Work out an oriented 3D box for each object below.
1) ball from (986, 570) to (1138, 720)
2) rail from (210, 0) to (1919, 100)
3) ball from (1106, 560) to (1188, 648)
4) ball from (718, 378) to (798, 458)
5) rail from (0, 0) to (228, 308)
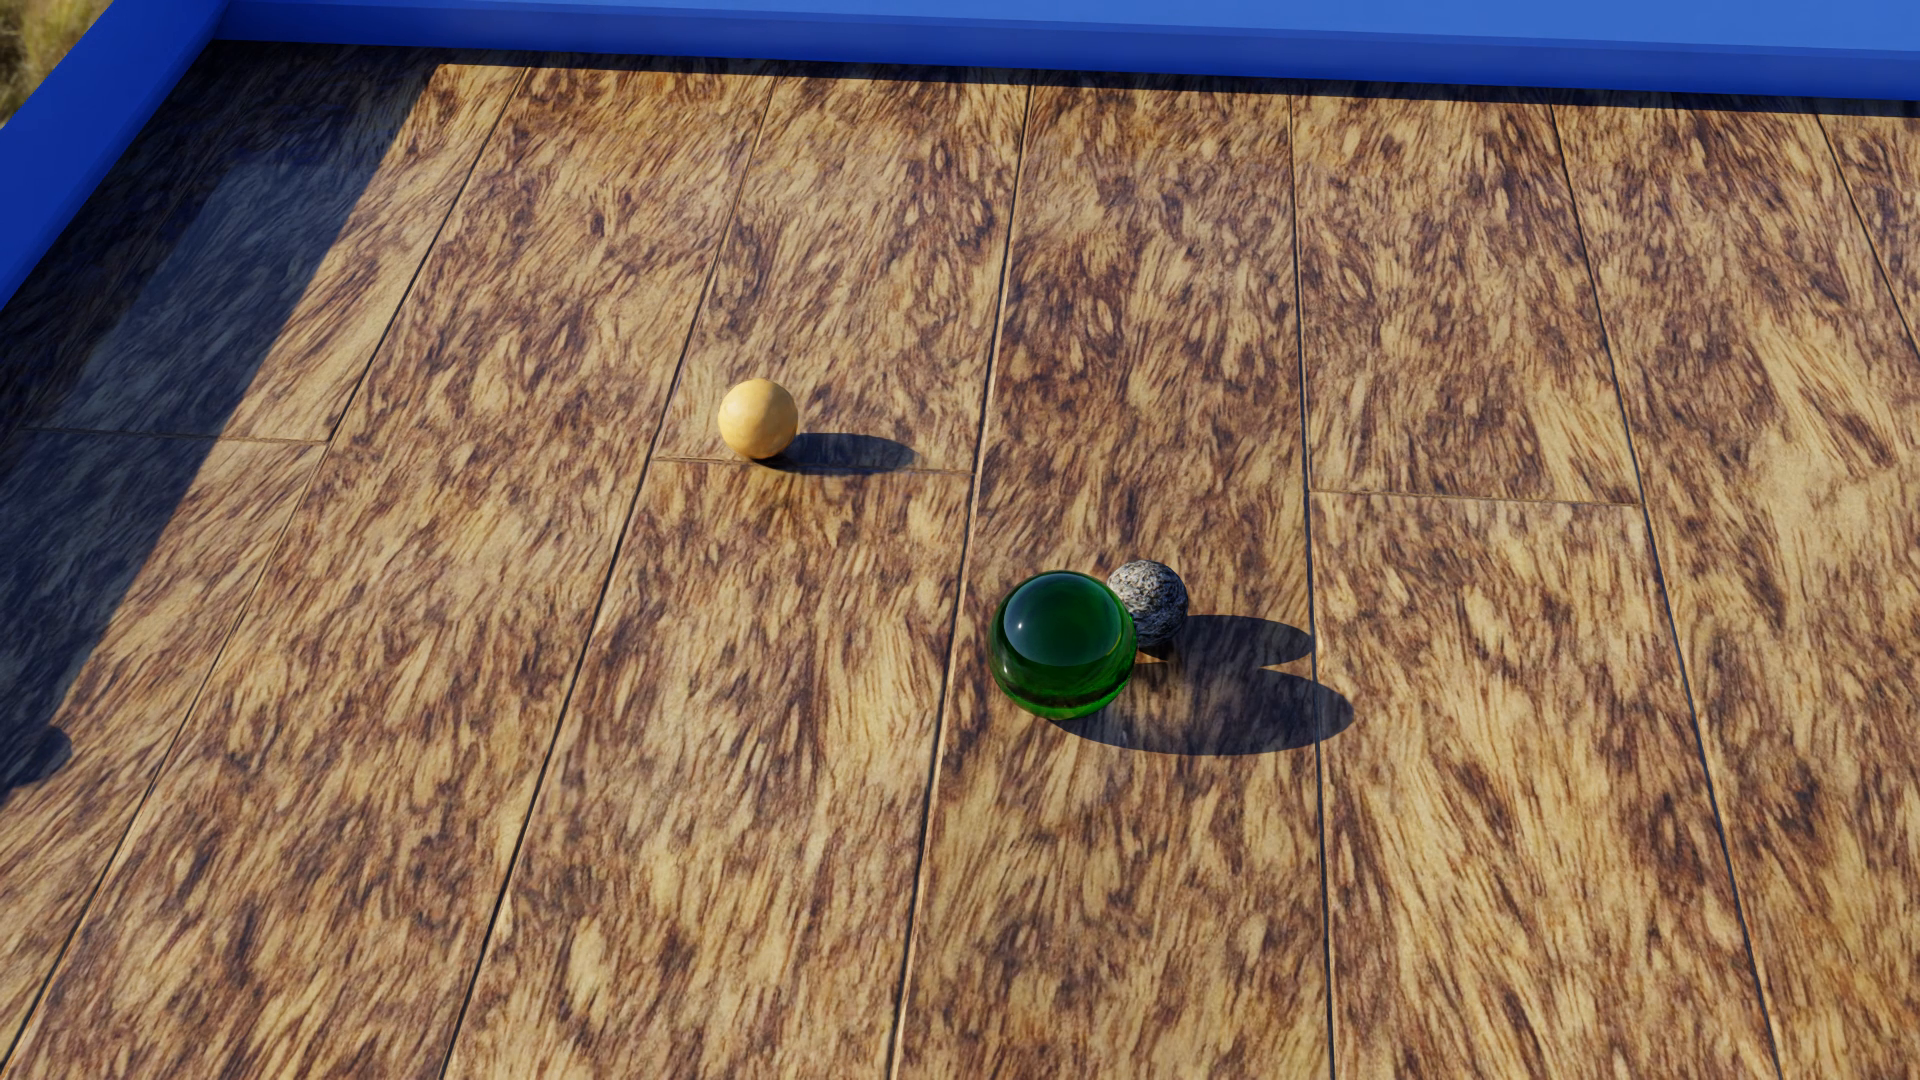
[{"bbox_3d":[0.067,0.069,1.688,0.099,0.099,0.099,0,35,0],"label":"ball"},{"bbox_3d":[0.902,-0.466,2.419,3.334,0.129,0.045,3,35,4],"label":"rail"},{"bbox_3d":[0.126,0.044,1.758,0.061,0.061,0.061,0,35,0],"label":"ball"},{"bbox_3d":[-0.153,-0.092,1.950,0.061,0.061,0.061,0,35,0],"label":"ball"},{"bbox_3d":[-0.807,-0.064,1.850,0.045,0.129,1.726,3,35,4],"label":"rail"}]
